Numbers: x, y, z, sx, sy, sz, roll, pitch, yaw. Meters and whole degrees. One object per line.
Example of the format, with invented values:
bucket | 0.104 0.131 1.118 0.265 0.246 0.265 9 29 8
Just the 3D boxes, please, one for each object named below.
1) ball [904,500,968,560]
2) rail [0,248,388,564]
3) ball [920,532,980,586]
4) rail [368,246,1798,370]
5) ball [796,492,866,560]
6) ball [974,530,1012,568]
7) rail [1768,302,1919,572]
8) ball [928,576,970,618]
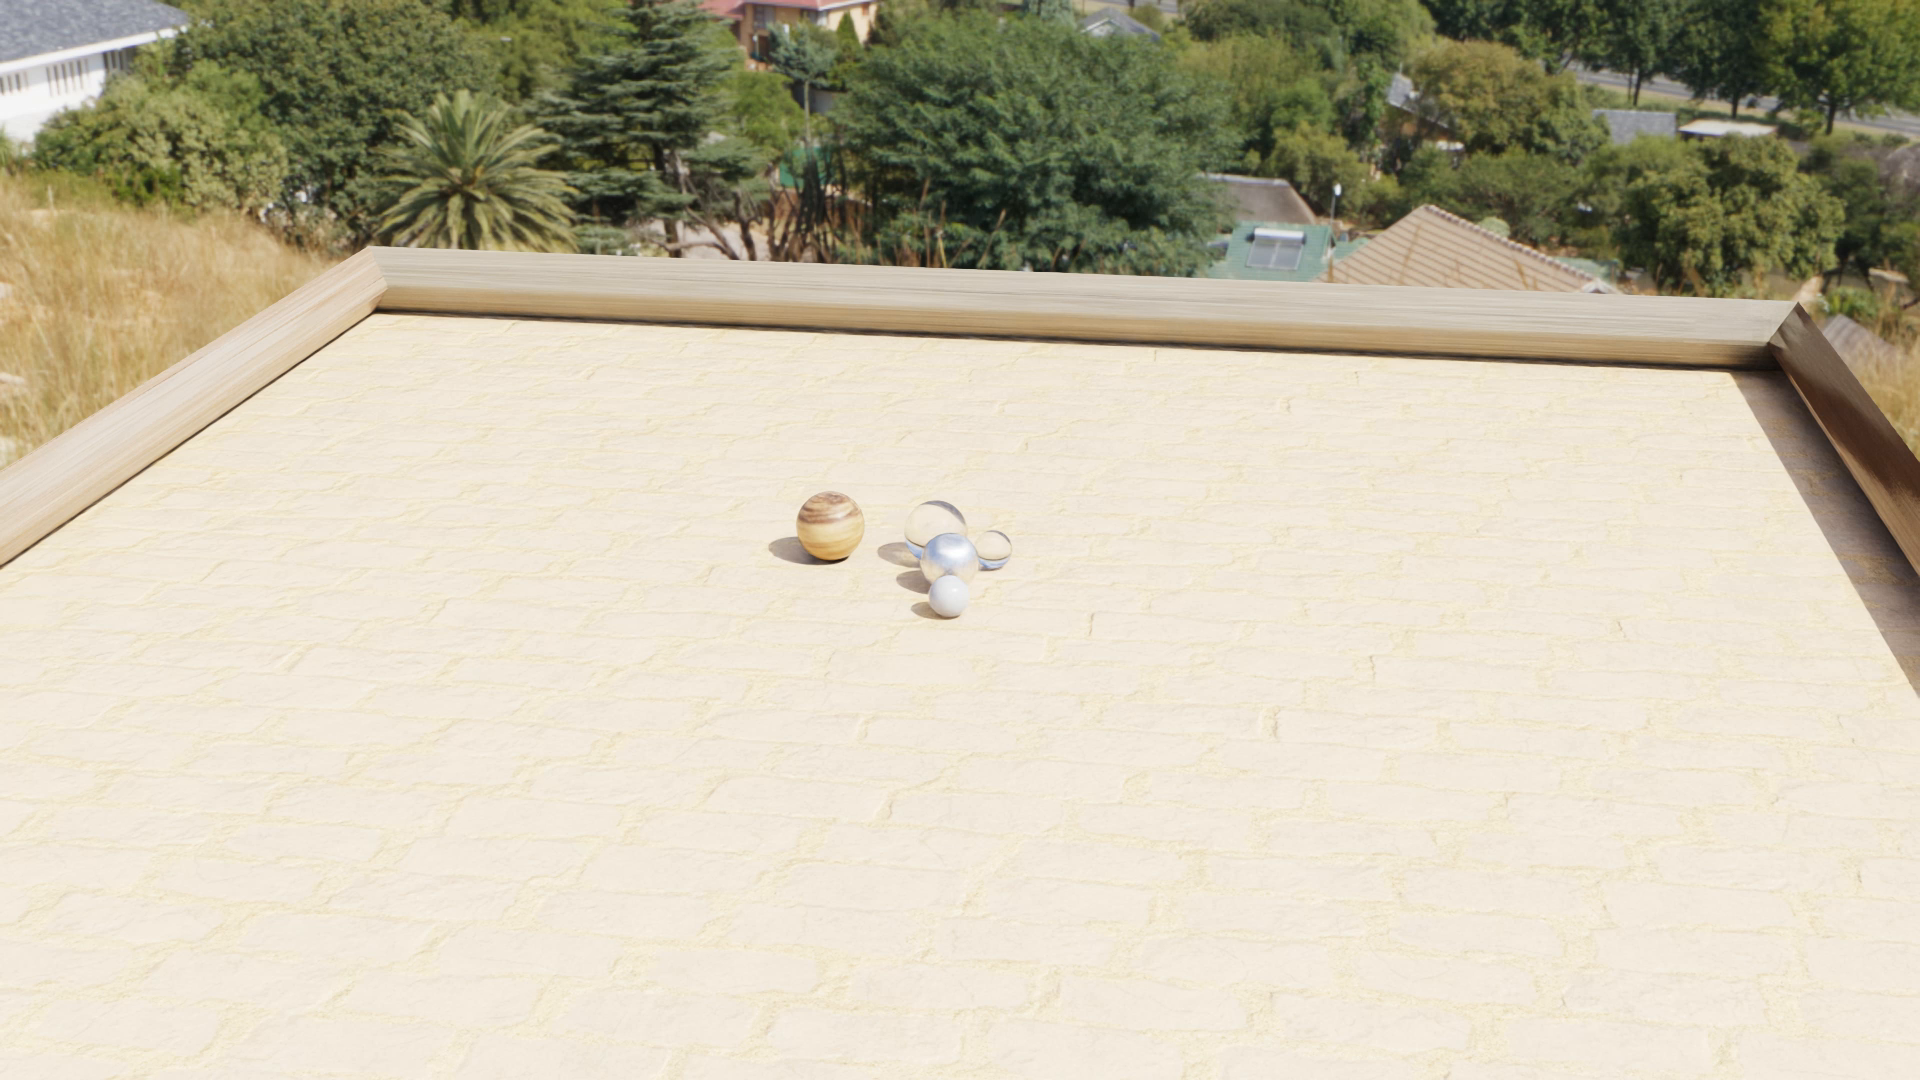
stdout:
ball | -0.027 -0.009 2.506 0.073 0.073 0.073 0 22 0
rail | -1.185 0.256 1.797 0.045 0.103 3.665 3 22 8
ball | -0.011 0.024 2.434 0.065 0.065 0.065 0 22 0
rail | 0.134 -0.346 3.312 2.166 0.103 0.045 3 22 8
ball | -0.148 -0.016 2.516 0.080 0.080 0.080 0 22 0
ball | 0.038 0.011 2.496 0.044 0.044 0.044 0 22 0
rail | 0.910 0.373 1.502 0.045 0.103 3.665 3 22 8
ball | -0.012 0.061 2.369 0.045 0.045 0.045 0 22 0
